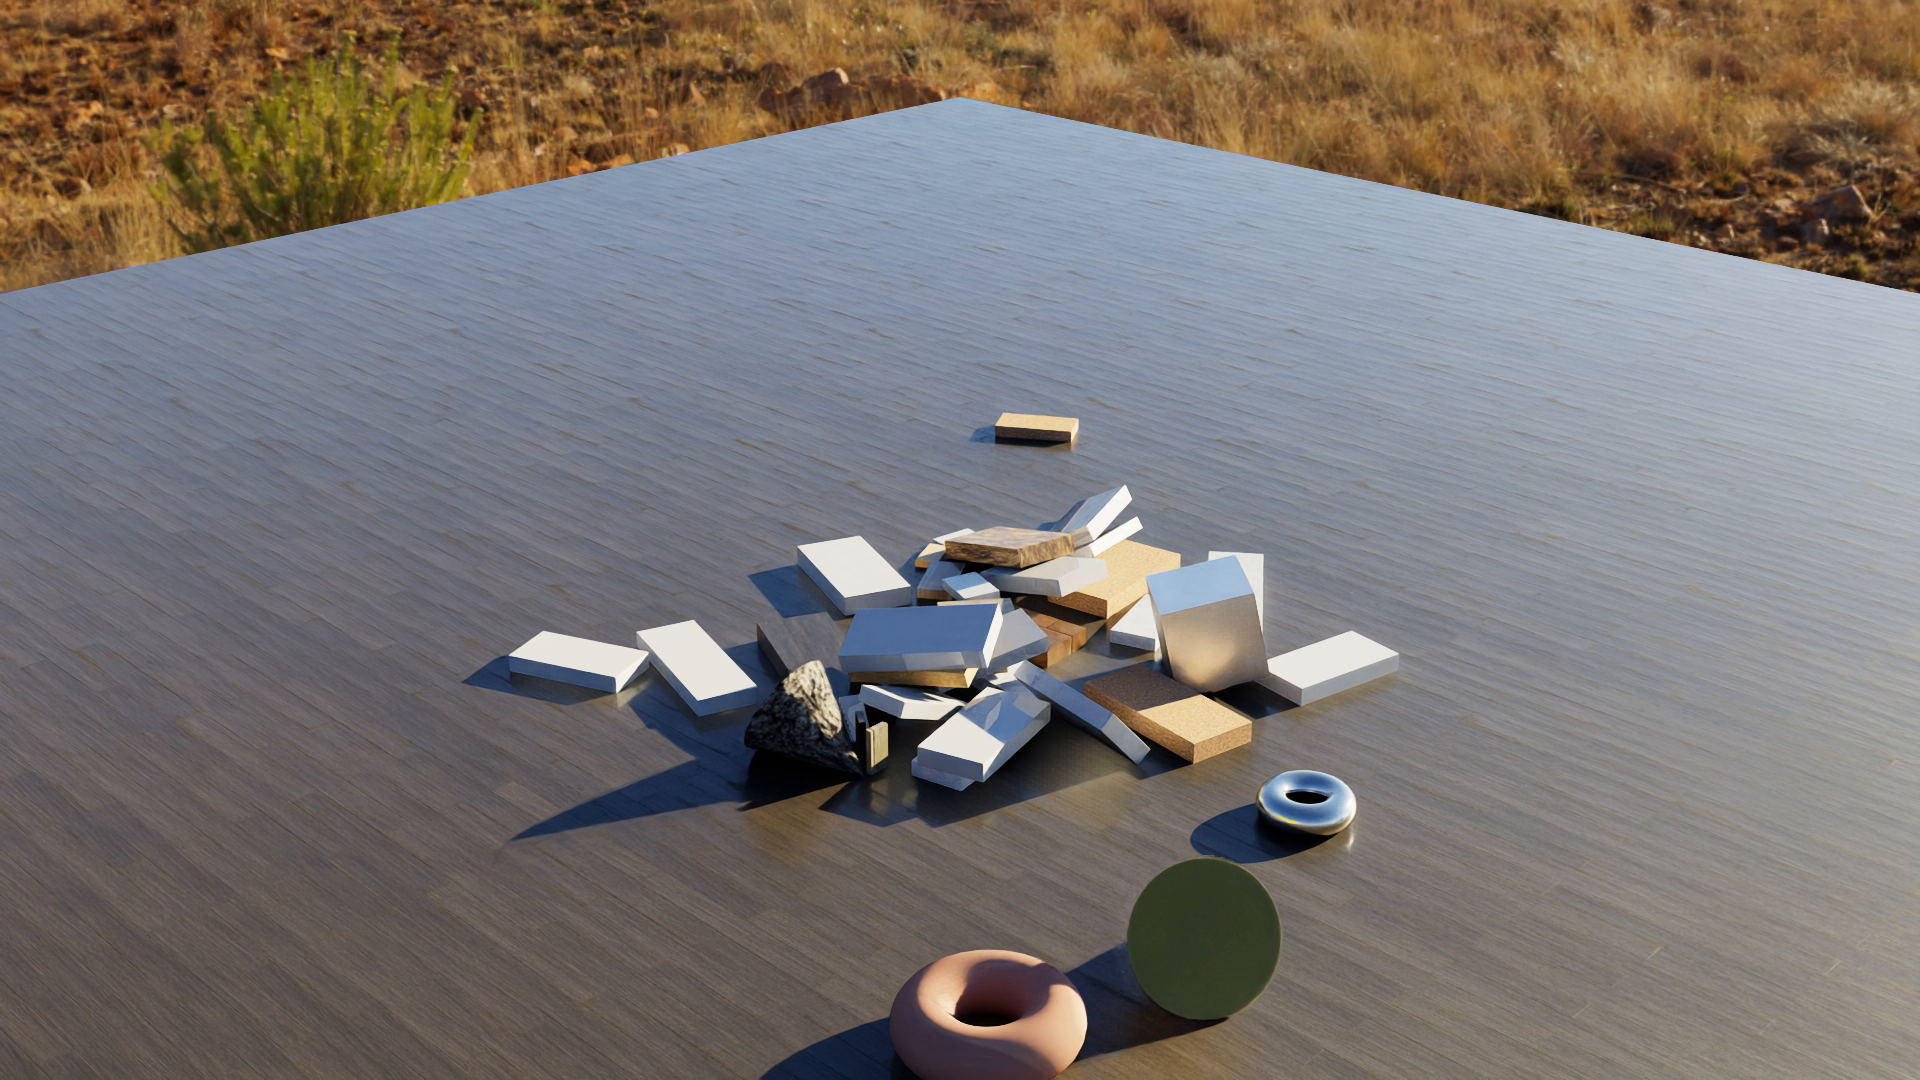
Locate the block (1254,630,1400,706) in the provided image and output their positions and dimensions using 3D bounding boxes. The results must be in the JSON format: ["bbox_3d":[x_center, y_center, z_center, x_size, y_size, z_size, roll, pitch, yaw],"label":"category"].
[{"bbox_3d":[0.838,0.291,5.020,0.304,0.043,0.152,-16,28,-32],"label":"block"}]

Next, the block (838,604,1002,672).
[{"bbox_3d":[-0.086,0.216,4.860,0.334,0.047,0.167,-3,36,18],"label":"block"}]

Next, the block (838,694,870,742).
[{"bbox_3d":[-0.228,0.386,4.748,0.051,0.014,0.102,-8,68,-19],"label":"block"}]

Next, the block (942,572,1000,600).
[{"bbox_3d":[0.026,0.121,5.342,0.088,0.025,0.176,-12,18,-16],"label":"block"}]

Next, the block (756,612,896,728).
[{"bbox_3d":[-0.310,0.298,4.995,0.172,0.049,0.511,-8,24,-19],"label":"block"}]

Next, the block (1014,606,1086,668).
[{"bbox_3d":[0.126,0.214,5.201,0.310,0.044,0.155,17,28,34],"label":"block"}]

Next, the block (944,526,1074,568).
[{"bbox_3d":[0.122,0.016,5.549,0.167,0.047,0.334,-15,12,-31],"label":"block"}]

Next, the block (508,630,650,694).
[{"bbox_3d":[-0.875,0.279,5.051,0.284,0.040,0.142,10,25,21],"label":"block"}]

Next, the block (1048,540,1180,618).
[{"bbox_3d":[0.386,0.093,5.479,0.172,0.049,0.344,16,28,33],"label":"block"}]

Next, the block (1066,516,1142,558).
[{"bbox_3d":[0.359,0.009,5.625,0.114,0.032,0.228,-25,2,42],"label":"block"}]

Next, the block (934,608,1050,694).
[{"bbox_3d":[0.047,0.248,4.931,0.274,0.039,0.137,-21,34,-16],"label":"block"}]

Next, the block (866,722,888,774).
[{"bbox_3d":[-0.174,0.436,4.603,0.014,0.102,0.051,19,30,38],"label":"block"}]

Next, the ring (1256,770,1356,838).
[{"bbox_3d":[0.697,0.530,4.427,0.203,0.068,0.203,-1,24,0],"label":"ring"}]

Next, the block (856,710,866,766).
[{"bbox_3d":[-0.209,0.418,4.645,0.014,0.102,0.051,-5,23,-11],"label":"block"}]

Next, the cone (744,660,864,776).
[{"bbox_3d":[-0.287,0.421,4.631,0.237,0.237,0.237,40,38,17],"label":"cone"}]

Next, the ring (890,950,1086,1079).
[{"bbox_3d":[0.047,0.811,3.709,0.334,0.111,0.334,-1,24,1],"label":"ring"}]

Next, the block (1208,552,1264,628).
[{"bbox_3d":[0.671,0.140,5.381,0.137,0.039,0.465,3,23,7],"label":"block"}]

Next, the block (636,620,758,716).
[{"bbox_3d":[-0.604,0.290,5.027,0.142,0.040,0.395,-11,26,-25],"label":"block"}]

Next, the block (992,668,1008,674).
[{"bbox_3d":[-0.025,0.261,5.010,0.274,0.039,0.137,-6,29,7],"label":"block"}]

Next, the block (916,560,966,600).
[{"bbox_3d":[-0.045,0.100,5.492,0.088,0.025,0.176,5,23,11],"label":"block"}]

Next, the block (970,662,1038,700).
[{"bbox_3d":[0.121,0.322,4.958,0.124,0.035,0.248,-17,28,-34],"label":"block"}]

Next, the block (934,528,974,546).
[{"bbox_3d":[-0.007,0.000,5.741,0.115,0.016,0.058,-17,28,-35],"label":"block"}]

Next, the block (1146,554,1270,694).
[{"bbox_3d":[0.559,0.194,4.977,0.213,0.213,0.213,-14,23,1],"label":"block"}]

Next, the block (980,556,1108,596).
[{"bbox_3d":[0.203,0.085,5.391,0.152,0.043,0.304,-22,16,-35],"label":"block"}]

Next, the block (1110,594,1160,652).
[{"bbox_3d":[0.455,0.196,5.258,0.114,0.032,0.228,11,25,24],"label":"block"}]

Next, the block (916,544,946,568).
[{"bbox_3d":[-0.069,0.042,5.642,0.058,0.016,0.115,7,24,16],"label":"block"}]

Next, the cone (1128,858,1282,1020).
[{"bbox_3d":[0.398,0.701,3.948,0.279,0.279,0.279,-5,-3,-11],"label":"cone"}]

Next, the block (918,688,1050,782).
[{"bbox_3d":[0.054,0.409,4.651,0.155,0.044,0.310,12,26,26],"label":"block"}]

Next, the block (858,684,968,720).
[{"bbox_3d":[-0.093,0.354,4.761,0.124,0.035,0.248,19,6,37],"label":"block"}]

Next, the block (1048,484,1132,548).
[{"bbox_3d":[0.327,-0.050,5.738,0.152,0.043,0.304,-20,12,30],"label":"block"}]

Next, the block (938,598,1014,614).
[{"bbox_3d":[0.039,0.172,5.212,0.176,0.025,0.088,-3,23,-7],"label":"block"}]

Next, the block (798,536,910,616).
[{"bbox_3d":[-0.268,0.086,5.495,0.172,0.049,0.344,-10,25,-21],"label":"block"}]

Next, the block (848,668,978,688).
[{"bbox_3d":[-0.094,0.260,4.879,0.284,0.040,0.142,1,37,23],"label":"block"}]

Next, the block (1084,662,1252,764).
[{"bbox_3d":[0.452,0.375,4.816,0.167,0.047,0.362,-16,28,-33],"label":"block"}]

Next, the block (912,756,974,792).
[{"bbox_3d":[0.019,0.449,4.658,0.124,0.035,0.248,14,27,30],"label":"block"}]

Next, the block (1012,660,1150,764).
[{"bbox_3d":[0.258,0.367,4.710,0.044,0.155,0.310,-52,40,-7],"label":"block"}]

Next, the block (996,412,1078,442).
[{"bbox_3d":[0.228,-0.334,6.506,0.228,0.032,0.114,5,24,12],"label":"block"}]
